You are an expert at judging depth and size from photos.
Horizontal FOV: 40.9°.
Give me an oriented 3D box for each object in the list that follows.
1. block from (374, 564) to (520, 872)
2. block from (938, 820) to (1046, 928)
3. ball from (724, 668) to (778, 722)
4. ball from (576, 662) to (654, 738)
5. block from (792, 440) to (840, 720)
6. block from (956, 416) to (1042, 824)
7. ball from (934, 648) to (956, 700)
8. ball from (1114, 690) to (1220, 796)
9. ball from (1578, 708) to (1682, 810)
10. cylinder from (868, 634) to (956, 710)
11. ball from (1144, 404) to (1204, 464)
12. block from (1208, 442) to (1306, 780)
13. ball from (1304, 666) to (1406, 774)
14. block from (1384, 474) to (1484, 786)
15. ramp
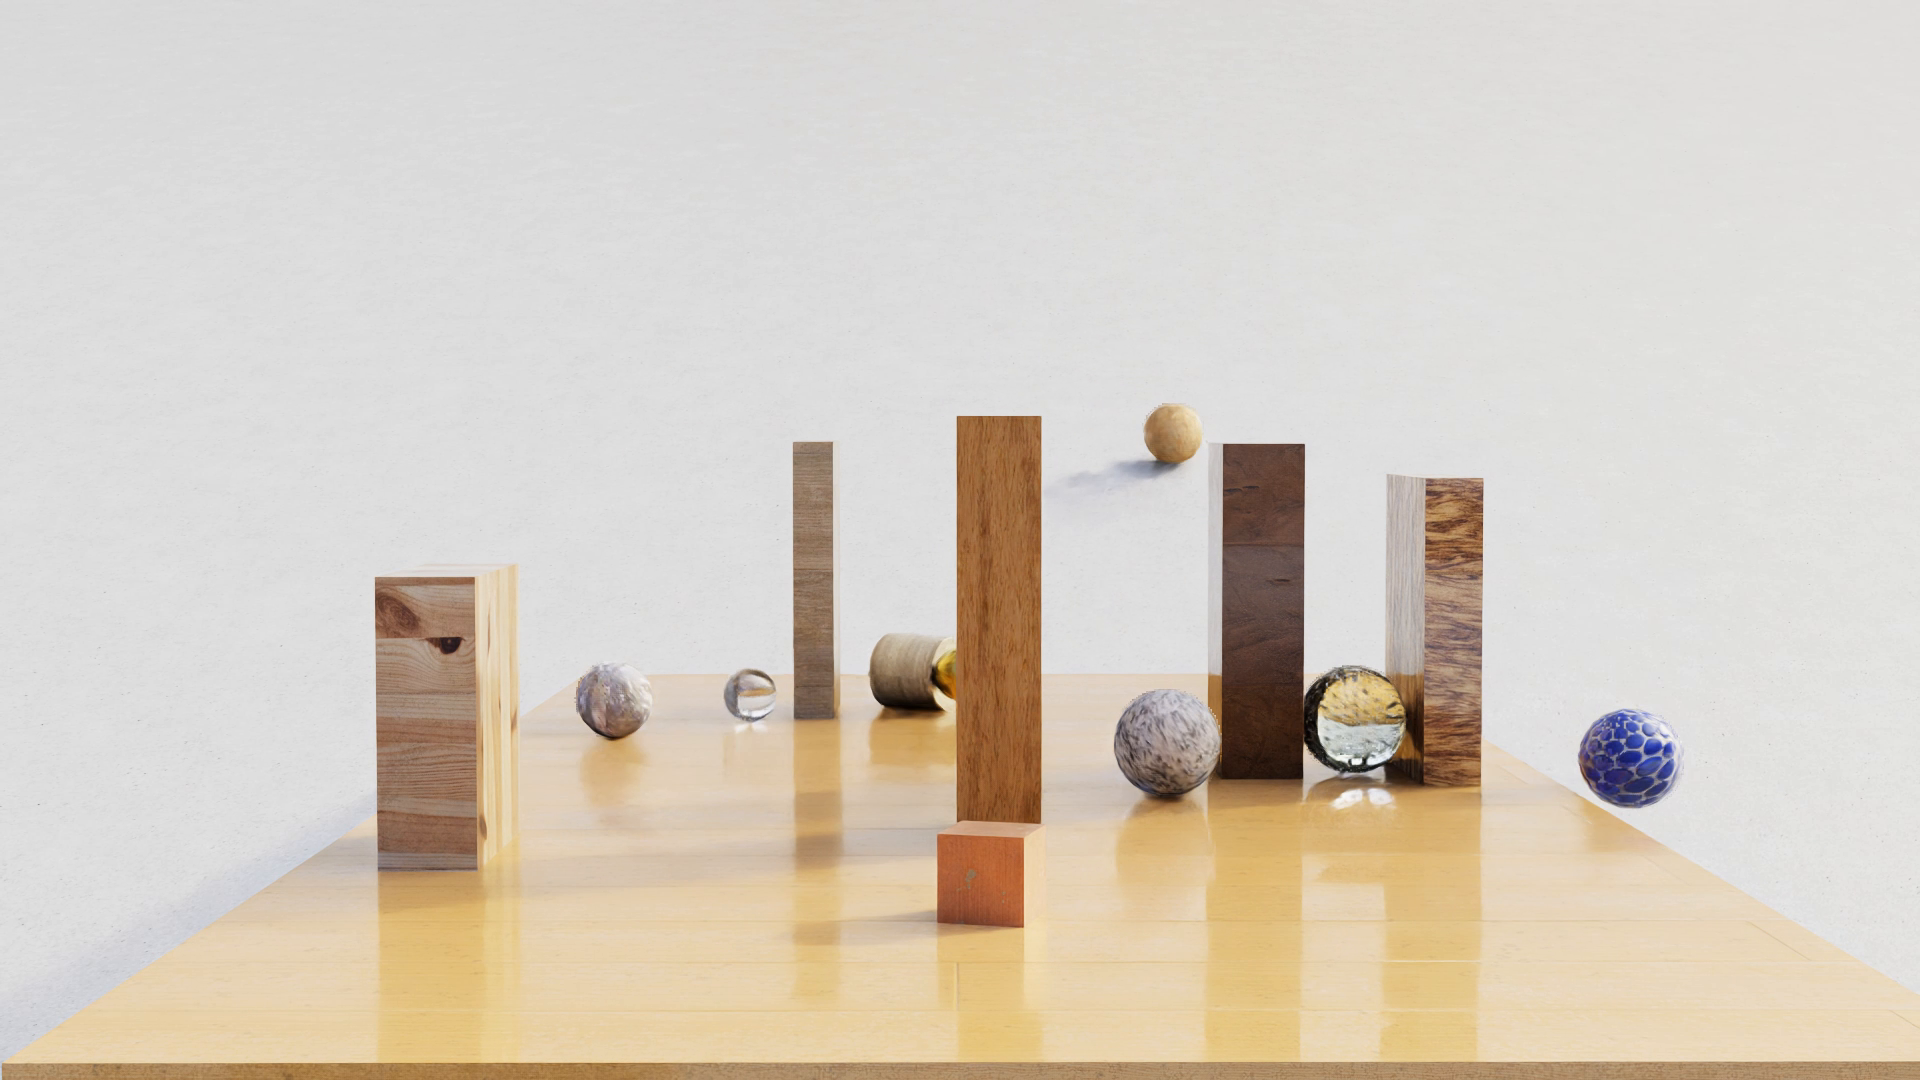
[{"bbox_3d":[-0.751,0.252,3.800,0.141,0.416,0.363,0,3,0],"label":"block"},{"bbox_3d":[0.041,0.425,3.286,0.113,0.113,0.113,1,3,16],"label":"block"},{"bbox_3d":[-0.446,0.330,5.477,0.113,0.113,0.113,0,23,0],"label":"ball"},{"bbox_3d":[-0.696,0.322,5.193,0.154,0.154,0.154,0,23,0],"label":"ball"},{"bbox_3d":[-0.314,0.080,5.664,0.086,0.595,0.325,0,3,0],"label":"block"},{"bbox_3d":[0.058,0.132,3.932,0.126,0.642,0.243,0,3,0],"label":"block"},{"bbox_3d":[0.002,0.292,5.611,0.116,0.116,0.116,0,23,0],"label":"ball"},{"bbox_3d":[0.350,0.345,4.358,0.180,0.180,0.180,0,23,0],"label":"ball"},{"bbox_3d":[1.166,0.381,4.476,0.175,0.175,0.175,0,23,0],"label":"ball"},{"bbox_3d":[-0.091,0.294,5.726,0.162,0.162,0.162,2,20,31],"label":"cylinder"},{"bbox_3d":[0.674,-0.336,8.136,0.189,0.189,0.189,0,23,0],"label":"ball"},{"bbox_3d":[0.537,0.122,4.685,0.146,0.596,0.255,0,3,0],"label":"block"},{"bbox_3d":[0.709,0.325,4.647,0.193,0.193,0.193,0,23,0],"label":"ball"},{"bbox_3d":[0.856,0.152,4.668,0.101,0.537,0.408,0,3,0],"label":"block"},{"bbox_3d":[0.053,0.477,4.537,2.000,0.100,4.000,0,3,0],"label":"ramp"}]
